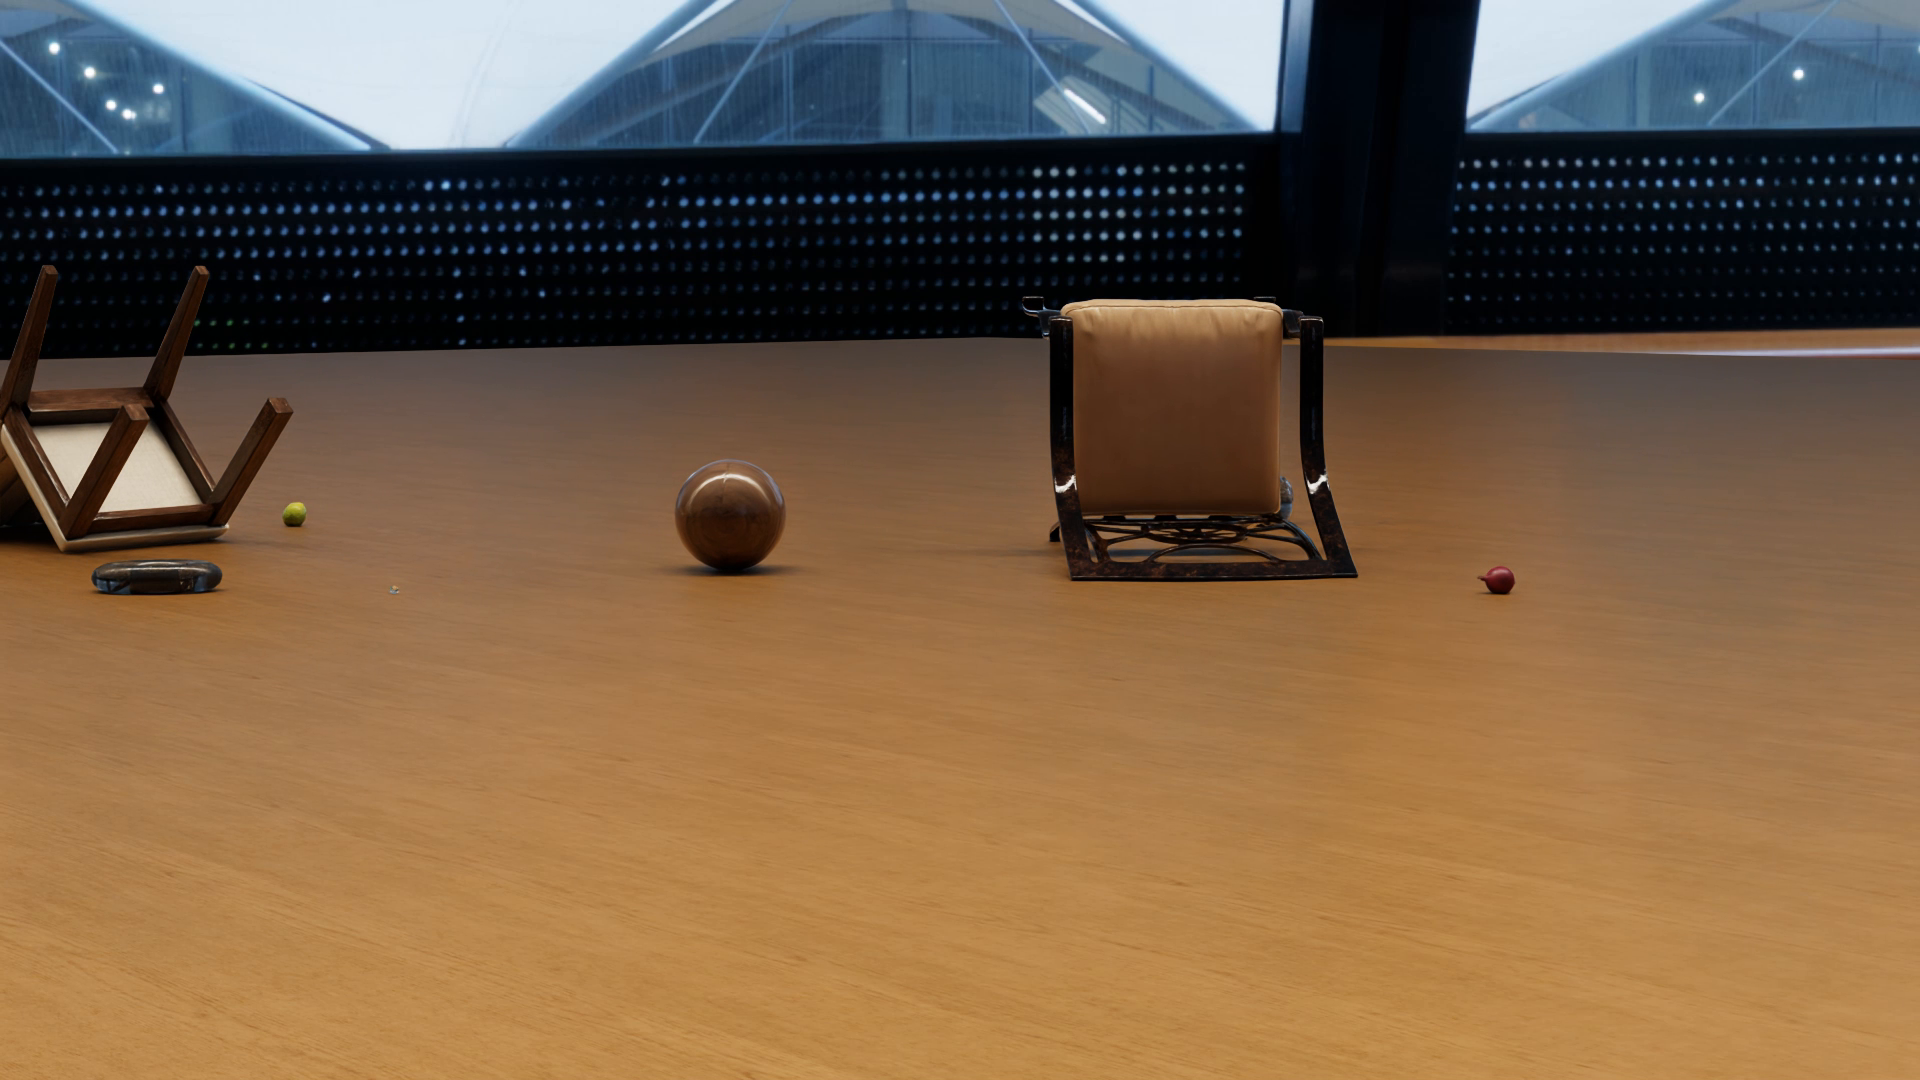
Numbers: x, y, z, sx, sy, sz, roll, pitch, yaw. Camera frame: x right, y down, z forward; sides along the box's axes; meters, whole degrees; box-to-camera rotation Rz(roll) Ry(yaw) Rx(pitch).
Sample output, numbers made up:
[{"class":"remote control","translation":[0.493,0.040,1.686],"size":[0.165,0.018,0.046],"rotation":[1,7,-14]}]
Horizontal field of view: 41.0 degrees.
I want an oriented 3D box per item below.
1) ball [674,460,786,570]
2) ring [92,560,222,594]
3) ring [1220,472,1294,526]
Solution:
[{"class":"ball","translation":[-0.513,-0.056,5.738],"size":[0.250,0.250,0.250],"rotation":[0,6,0]},{"class":"ring","translation":[-1.680,0.077,5.368],"size":[0.270,0.062,0.144],"rotation":[-1,7,-2]},{"class":"ring","translation":[0.793,-0.108,6.853],"size":[0.186,0.127,0.244],"rotation":[0,7,-15]}]
